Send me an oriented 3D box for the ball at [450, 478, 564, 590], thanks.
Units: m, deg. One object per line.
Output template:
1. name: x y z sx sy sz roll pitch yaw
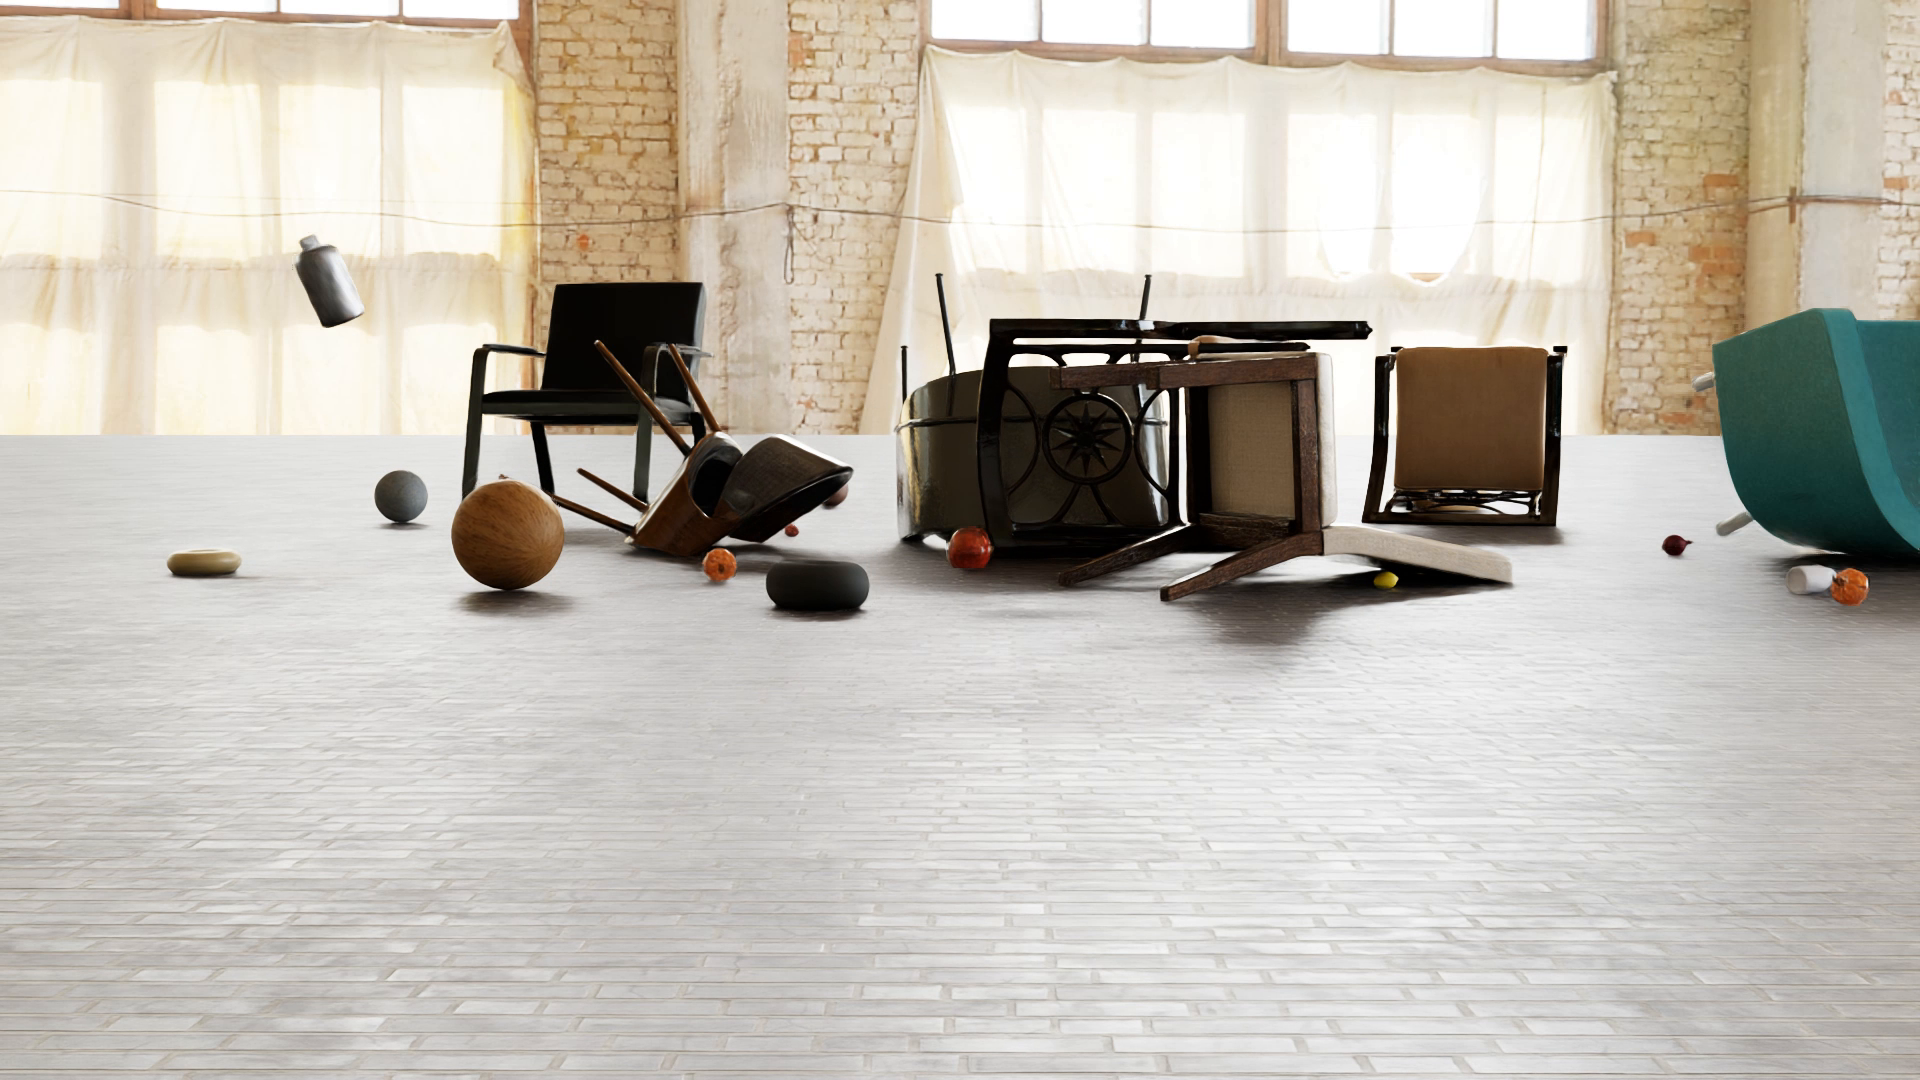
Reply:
1. ball: -1.009 -0.012 4.909 0.249 0.249 0.249 0 4 0

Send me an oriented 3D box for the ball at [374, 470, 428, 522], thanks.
1. ball: -1.883 -0.148 7.409 0.178 0.178 0.178 0 4 0

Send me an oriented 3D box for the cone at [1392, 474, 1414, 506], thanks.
1. cone: 1.749 -0.159 8.424 0.140 0.136 0.131 26 -21 -22

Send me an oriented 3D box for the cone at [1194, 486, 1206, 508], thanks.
1. cone: 0.916 -0.170 8.388 0.058 0.087 0.038 -2 4 -29

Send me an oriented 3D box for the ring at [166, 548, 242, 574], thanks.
1. ring: -1.850 0.053 5.382 0.176 0.055 0.171 -1 5 -6

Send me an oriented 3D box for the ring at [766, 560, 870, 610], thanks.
1. ring: -0.296 0.092 4.552 0.187 0.092 0.266 -2 3 -38

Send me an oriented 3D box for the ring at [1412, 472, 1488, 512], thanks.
1. ring: 1.807 -0.180 8.112 0.435 0.147 0.150 -2 1 -43

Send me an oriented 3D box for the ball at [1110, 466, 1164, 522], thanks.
1. ball: 0.599 -0.155 7.443 0.185 0.185 0.185 0 4 0
